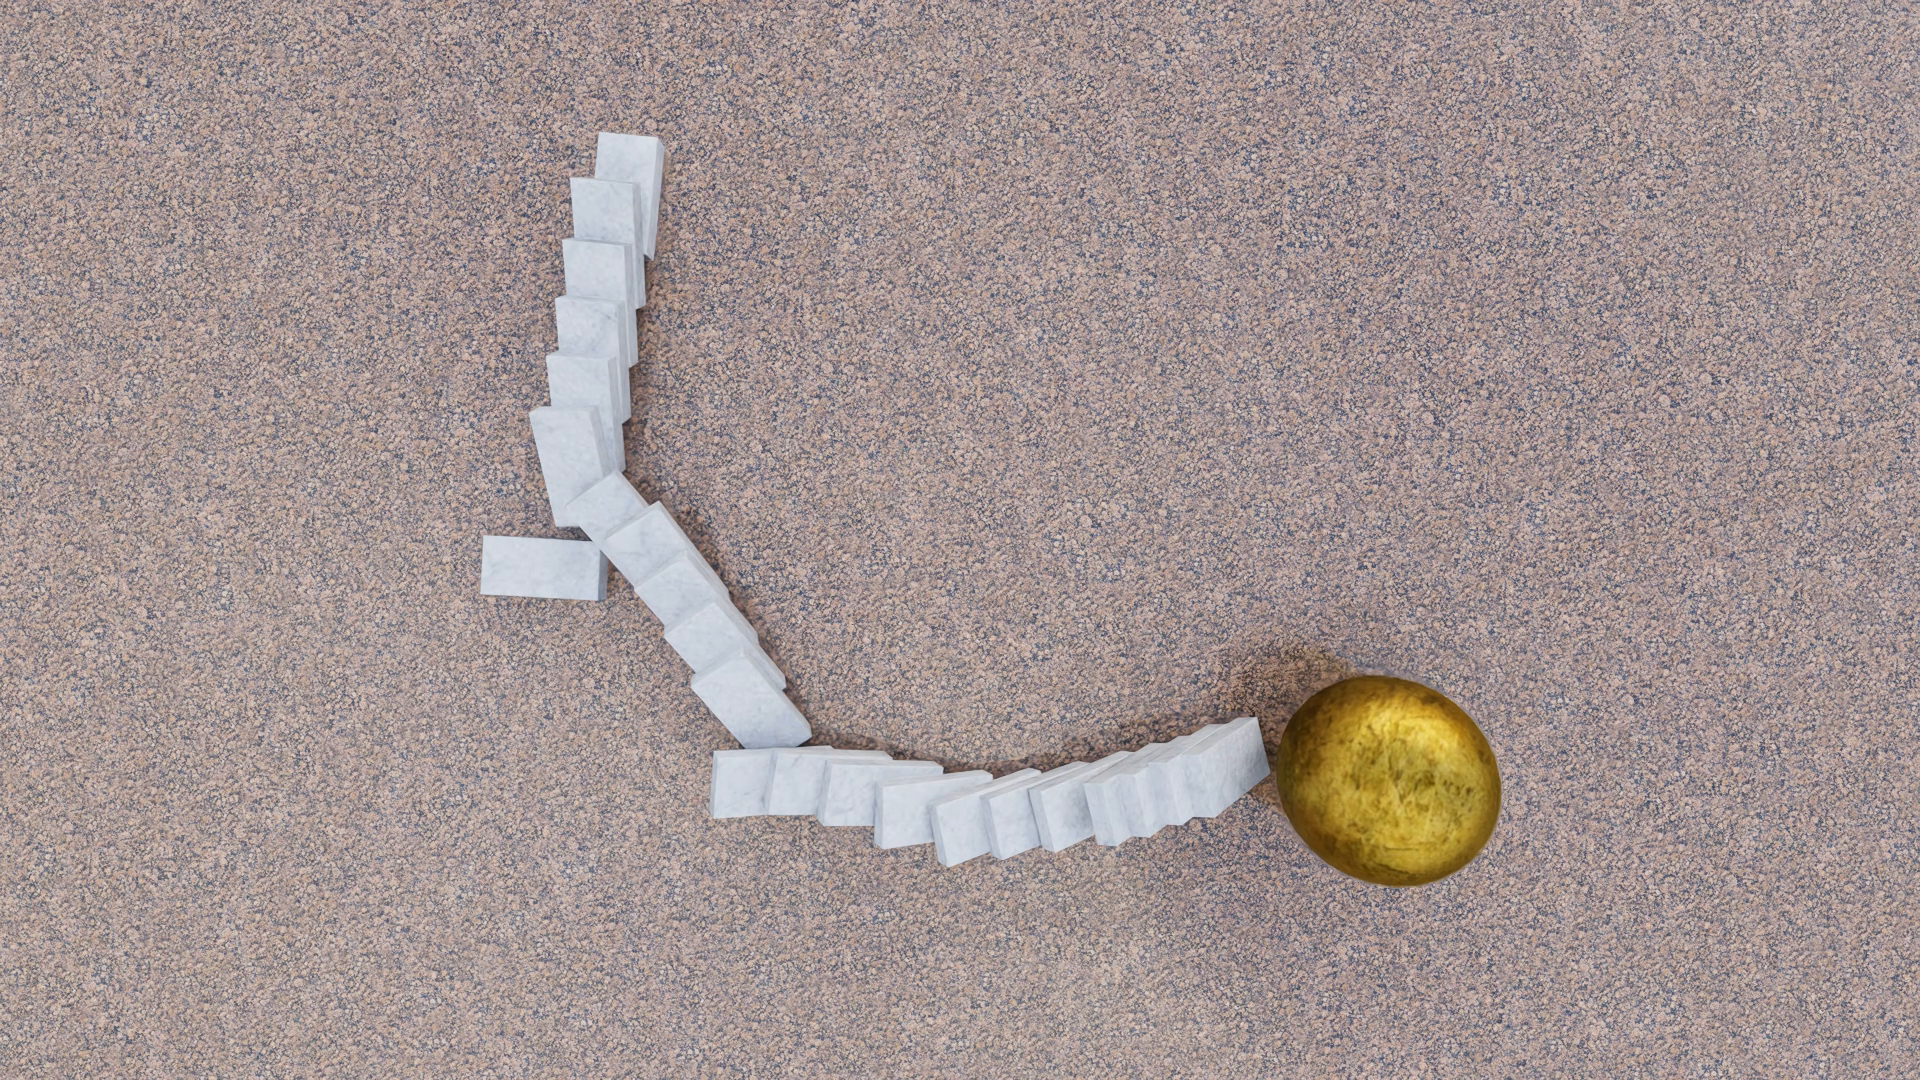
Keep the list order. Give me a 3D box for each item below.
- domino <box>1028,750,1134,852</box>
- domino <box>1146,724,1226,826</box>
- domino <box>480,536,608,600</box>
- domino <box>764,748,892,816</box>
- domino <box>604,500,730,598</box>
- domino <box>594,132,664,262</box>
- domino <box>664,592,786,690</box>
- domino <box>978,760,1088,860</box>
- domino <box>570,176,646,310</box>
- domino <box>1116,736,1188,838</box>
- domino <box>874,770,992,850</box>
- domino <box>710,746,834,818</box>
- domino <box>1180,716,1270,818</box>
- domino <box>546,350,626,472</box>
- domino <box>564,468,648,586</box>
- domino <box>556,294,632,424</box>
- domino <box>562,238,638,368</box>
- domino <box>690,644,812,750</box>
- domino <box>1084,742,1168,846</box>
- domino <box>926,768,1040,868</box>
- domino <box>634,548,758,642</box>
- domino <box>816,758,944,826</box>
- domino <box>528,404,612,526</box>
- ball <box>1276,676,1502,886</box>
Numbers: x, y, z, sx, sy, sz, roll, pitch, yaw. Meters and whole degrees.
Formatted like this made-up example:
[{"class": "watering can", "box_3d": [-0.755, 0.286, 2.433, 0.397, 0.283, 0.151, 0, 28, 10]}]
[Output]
[{"class": "domino", "box_3d": [0.054, 0.109, 0.384, 0.050, 0.010, 0.025, -14, 90, -29]}, {"class": "domino", "box_3d": [0.097, 0.096, 0.379, 0.009, 0.050, 0.025, -13, 90, 44]}, {"class": "domino", "box_3d": [-0.179, 0.012, 0.395, 0.050, 0.010, 0.025, 3, 90, 0]}, {"class": "domino", "box_3d": [-0.055, 0.101, 0.384, 0.050, 0.009, 0.025, 9, 92, -27]}, {"class": "domino", "box_3d": [-0.122, 0.011, 0.384, 0.025, 0.009, 0.050, -32, 117, -2]}, {"class": "domino", "box_3d": [-0.144, -0.148, 0.395, 0.025, 0.009, 0.050, 6, 90, 0]}, {"class": "domino", "box_3d": [-0.098, 0.049, 0.385, 0.025, 0.009, 0.050, -33, 116, 0]}, {"class": "domino", "box_3d": [0.034, 0.113, 0.385, 0.050, 0.010, 0.025, -12, 90, -27]}, {"class": "domino", "box_3d": [-0.147, -0.124, 0.385, 0.025, 0.009, 0.050, 6, 114, 0]}, {"class": "domino", "box_3d": [0.085, 0.101, 0.379, 0.010, 0.050, 0.025, -13, 90, 44]}, {"class": "domino", "box_3d": [-0.011, 0.112, 0.385, 0.050, 0.010, 0.025, 1, 90, -27]}, {"class": "domino", "box_3d": [-0.078, 0.101, 0.384, 0.050, 0.010, 0.025, 3, 95, -27]}, {"class": "domino", "box_3d": [0.110, 0.093, 0.379, 0.010, 0.050, 0.025, -13, 90, 44]}, {"class": "domino", "box_3d": [-0.157, -0.053, 0.385, 0.025, 0.009, 0.050, 4, 114, 1]}, {"class": "domino", "box_3d": [-0.139, -0.003, 0.386, 0.025, 0.009, 0.050, -35, 112, 0]}, {"class": "domino", "box_3d": [-0.154, -0.076, 0.386, 0.025, 0.010, 0.050, 6, 114, 0]}, {"class": "domino", "box_3d": [-0.151, -0.100, 0.386, 0.025, 0.010, 0.050, 6, 114, 0]}, {"class": "domino", "box_3d": [-0.087, 0.070, 0.385, 0.025, 0.010, 0.050, -33, 115, 0]}, {"class": "domino", "box_3d": [0.072, 0.104, 0.379, 0.010, 0.050, 0.025, -13, 90, 44]}, {"class": "domino", "box_3d": [0.013, 0.116, 0.384, 0.050, 0.009, 0.025, -11, 90, -27]}, {"class": "domino", "box_3d": [-0.110, 0.031, 0.385, 0.025, 0.010, 0.050, -33, 117, 0]}, {"class": "domino", "box_3d": [-0.033, 0.106, 0.384, 0.050, 0.009, 0.025, 9, 90, -27]}, {"class": "domino", "box_3d": [-0.161, -0.031, 0.385, 0.025, 0.010, 0.050, -1, 113, 4]}, {"class": "ball", "box_3d": [0.166, 0.094, 0.360, 0.080, 0.080, 0.080, 0, 90, 0]}]
